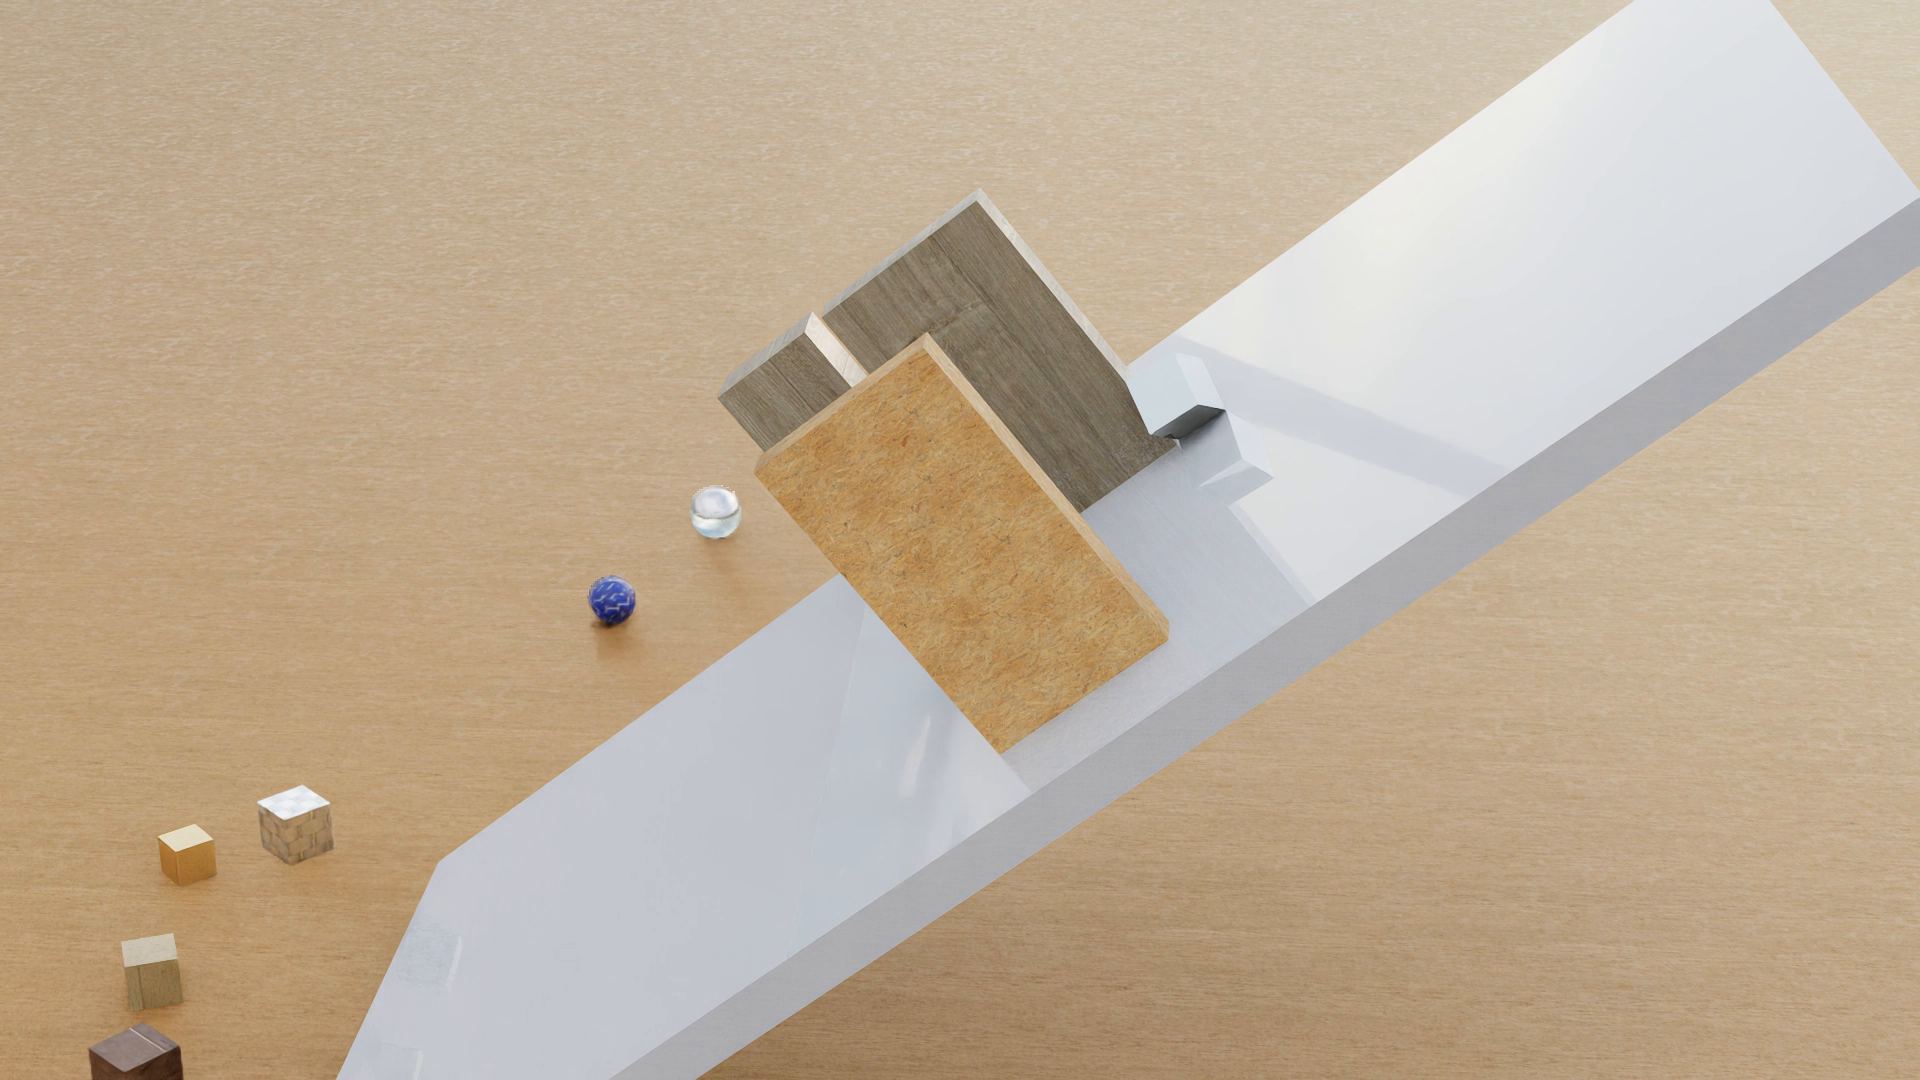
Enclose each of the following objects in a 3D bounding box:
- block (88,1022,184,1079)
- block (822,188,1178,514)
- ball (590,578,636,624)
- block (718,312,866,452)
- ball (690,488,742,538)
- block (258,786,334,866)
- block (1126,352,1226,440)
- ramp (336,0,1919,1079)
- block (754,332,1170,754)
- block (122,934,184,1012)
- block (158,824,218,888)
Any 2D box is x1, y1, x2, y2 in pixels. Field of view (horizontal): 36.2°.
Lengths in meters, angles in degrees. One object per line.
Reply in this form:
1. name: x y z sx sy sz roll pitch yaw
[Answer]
1. block: -1.936 1.257 6.924 0.151 0.151 0.151 20 30 38
2. block: 0.090 -0.362 6.415 0.431 0.698 0.098 -35 16 18
3. ball: -1.107 0.193 9.383 0.146 0.146 0.146 0 23 0
4. block: -0.271 -0.216 7.031 0.270 0.606 0.149 -35 16 18
5. ball: -0.830 -0.091 10.003 0.173 0.173 0.173 0 23 0
6. block: -1.815 0.779 8.037 0.142 0.142 0.142 -20 31 -39
7. block: 0.467 -0.311 6.356 0.130 0.130 0.130 -33 -20 27
8. ramp: 0.123 0.184 6.336 4.000 0.100 2.000 -35 16 18
9. block: 0.008 0.015 5.514 0.407 0.731 0.083 -35 16 18
10. block: -2.022 1.081 7.359 0.128 0.128 0.128 -8 25 -17
11. block: -2.079 0.849 7.916 0.109 0.109 0.109 -18 29 -36
